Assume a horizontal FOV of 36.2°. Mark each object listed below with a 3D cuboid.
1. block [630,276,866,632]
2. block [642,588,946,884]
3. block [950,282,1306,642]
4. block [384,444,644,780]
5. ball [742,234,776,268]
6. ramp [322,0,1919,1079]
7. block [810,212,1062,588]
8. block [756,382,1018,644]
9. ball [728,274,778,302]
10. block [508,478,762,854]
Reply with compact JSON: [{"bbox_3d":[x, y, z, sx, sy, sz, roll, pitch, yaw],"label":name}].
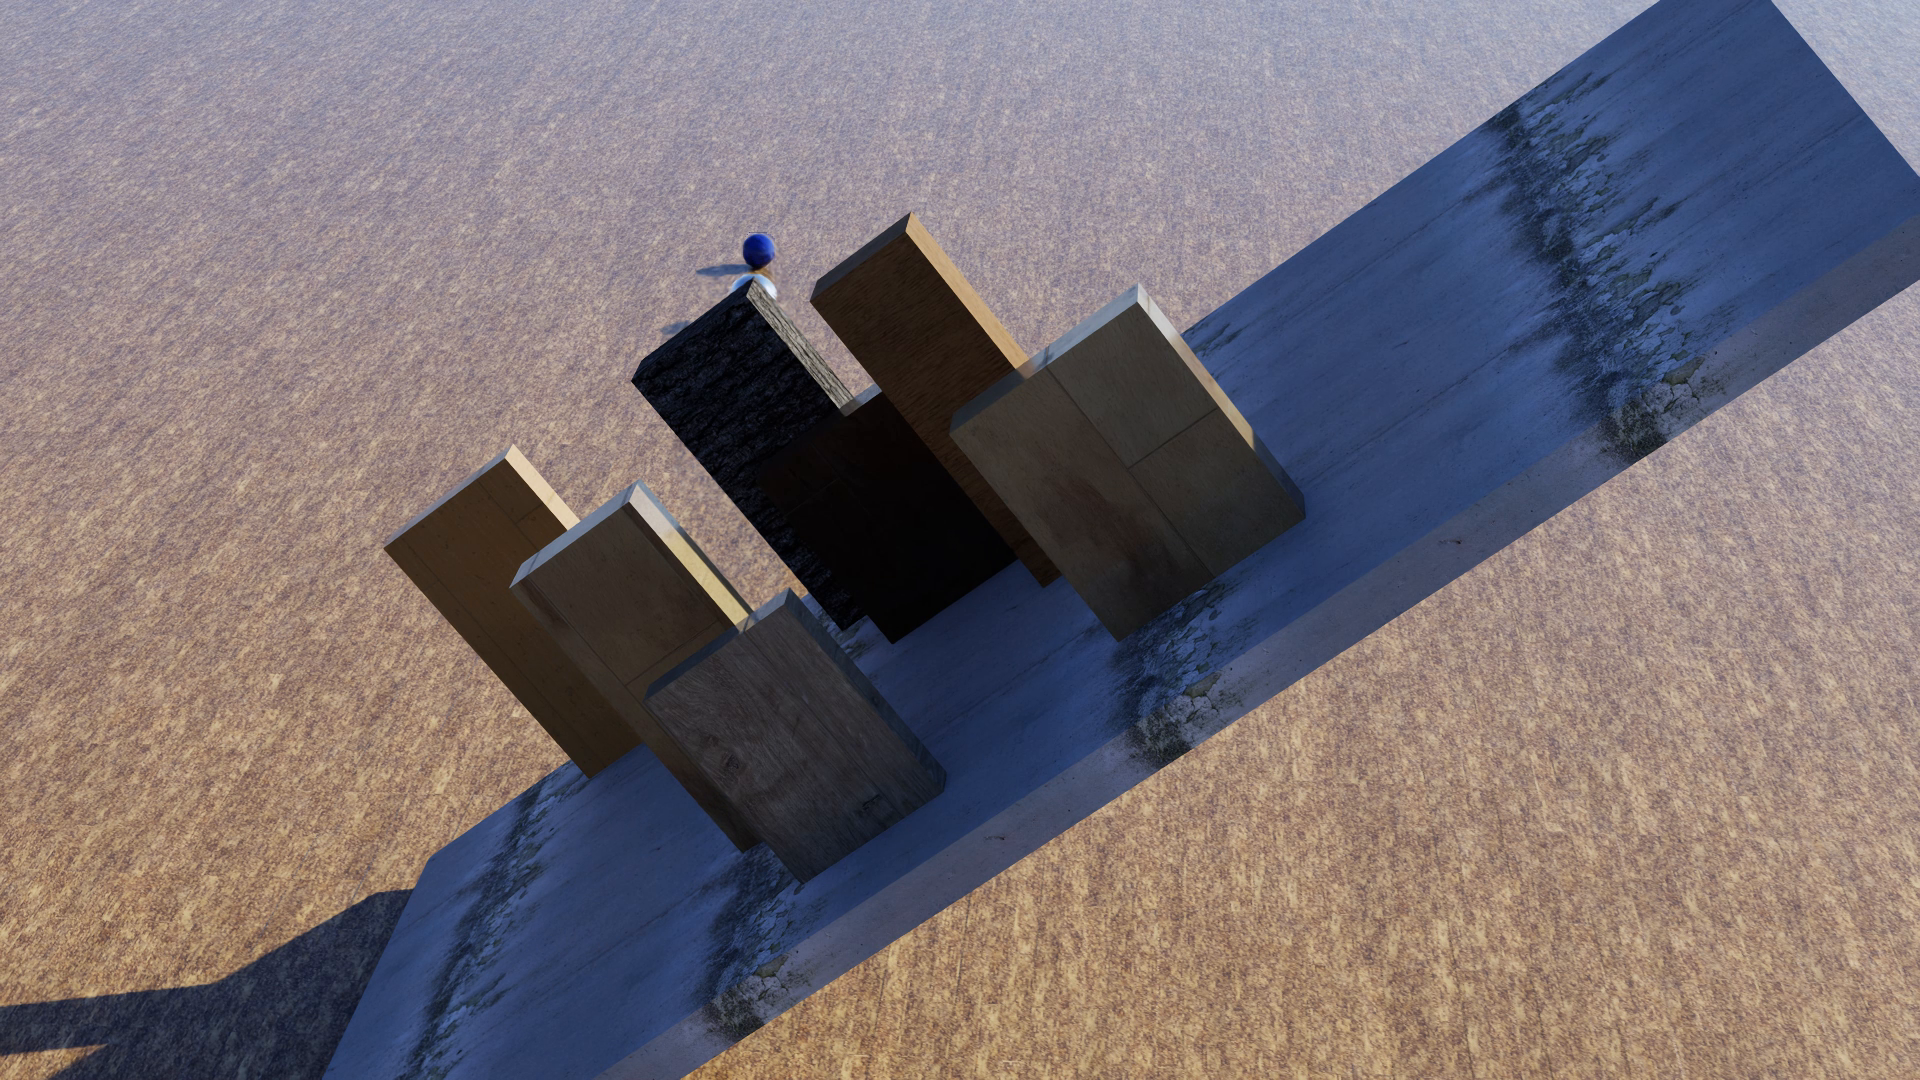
[{"bbox_3d":[-0.376,-0.196,6.879,0.346,0.781,0.147,-35,16,17],"label":"block"},{"bbox_3d":[-0.317,0.382,5.677,0.352,0.489,0.080,-35,16,17],"label":"block"},{"bbox_3d":[0.320,-0.143,5.599,0.441,0.534,0.116,-35,16,17],"label":"block"},{"bbox_3d":[-1.009,0.184,7.272,0.401,0.780,0.095,-35,16,17],"label":"block"},{"bbox_3d":[-0.878,-1.261,12.815,0.147,0.147,0.147,0,23,0],"label":"ball"},{"bbox_3d":[0.127,0.180,6.326,4.000,0.100,2.000,-35,16,17],"label":"ramp"},{"bbox_3d":[0.038,-0.289,6.166,0.252,0.794,0.143,-35,16,17],"label":"block"},{"bbox_3d":[-0.127,-0.086,6.545,0.435,0.490,0.109,-35,16,17],"label":"block"},{"bbox_3d":[-0.852,-0.997,12.117,0.202,0.202,0.202,0,23,0],"label":"ball"},{"bbox_3d":[-0.552,0.265,6.058,0.322,0.748,0.127,-35,16,17],"label":"block"}]
